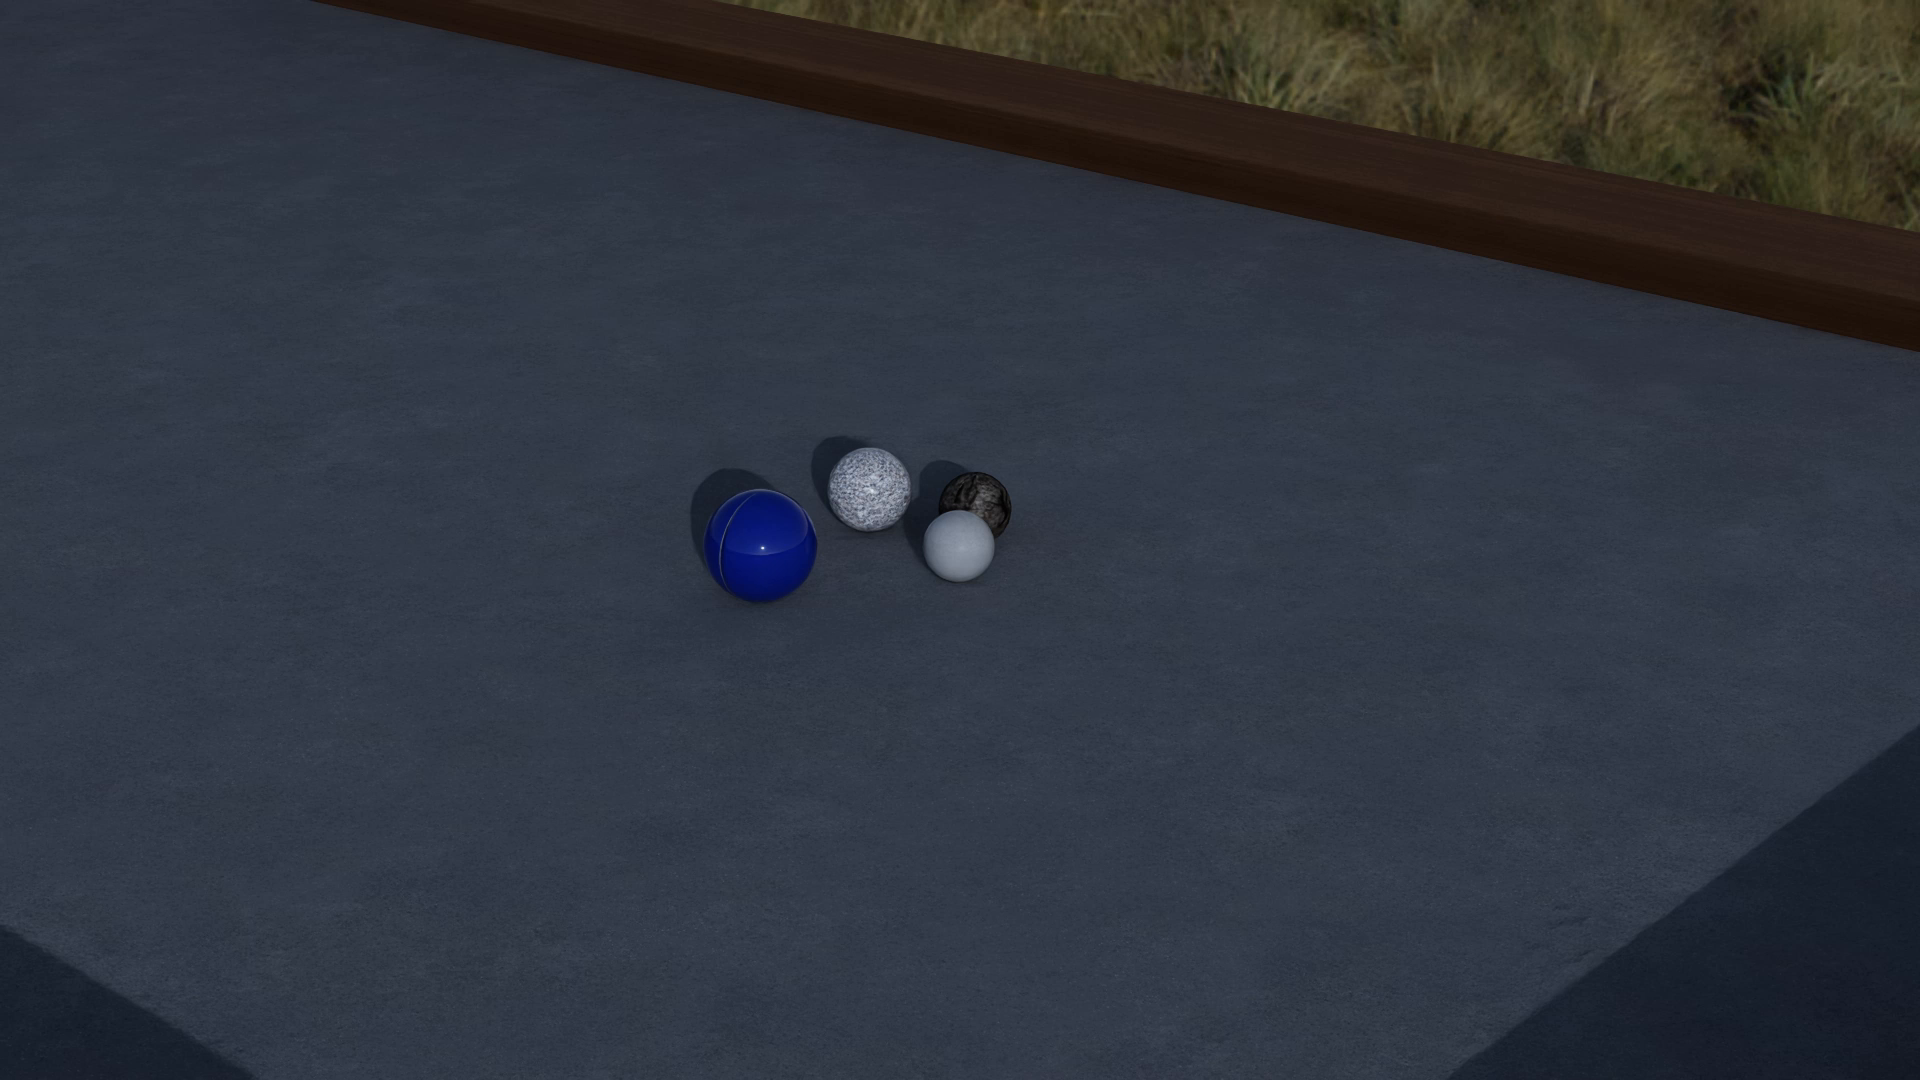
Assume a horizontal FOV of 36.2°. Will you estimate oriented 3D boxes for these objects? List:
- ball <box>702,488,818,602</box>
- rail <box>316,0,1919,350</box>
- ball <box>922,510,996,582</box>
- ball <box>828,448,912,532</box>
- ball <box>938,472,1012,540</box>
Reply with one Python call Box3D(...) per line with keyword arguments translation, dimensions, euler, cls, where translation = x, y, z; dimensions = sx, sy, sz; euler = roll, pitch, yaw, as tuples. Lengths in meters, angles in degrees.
Box3D(translation=(-0.169, 0.005, 2.487), dimensions=(0.097, 0.097, 0.097), euler=(0, 22, 0), cls="ball")
Box3D(translation=(-0.062, -0.604, 3.955), dimensions=(4.278, 0.126, 0.045), euler=(18, 28, 38), cls="rail")
Box3D(translation=(-0.001, 0.005, 2.532), dimensions=(0.062, 0.062, 0.062), euler=(0, 22, 0), cls="ball")
Box3D(translation=(-0.081, -0.045, 2.639), dimensions=(0.076, 0.076, 0.076), euler=(0, 22, 0), cls="ball")
Box3D(translation=(0.013, -0.028, 2.611), dimensions=(0.065, 0.065, 0.065), euler=(0, 22, 0), cls="ball")
